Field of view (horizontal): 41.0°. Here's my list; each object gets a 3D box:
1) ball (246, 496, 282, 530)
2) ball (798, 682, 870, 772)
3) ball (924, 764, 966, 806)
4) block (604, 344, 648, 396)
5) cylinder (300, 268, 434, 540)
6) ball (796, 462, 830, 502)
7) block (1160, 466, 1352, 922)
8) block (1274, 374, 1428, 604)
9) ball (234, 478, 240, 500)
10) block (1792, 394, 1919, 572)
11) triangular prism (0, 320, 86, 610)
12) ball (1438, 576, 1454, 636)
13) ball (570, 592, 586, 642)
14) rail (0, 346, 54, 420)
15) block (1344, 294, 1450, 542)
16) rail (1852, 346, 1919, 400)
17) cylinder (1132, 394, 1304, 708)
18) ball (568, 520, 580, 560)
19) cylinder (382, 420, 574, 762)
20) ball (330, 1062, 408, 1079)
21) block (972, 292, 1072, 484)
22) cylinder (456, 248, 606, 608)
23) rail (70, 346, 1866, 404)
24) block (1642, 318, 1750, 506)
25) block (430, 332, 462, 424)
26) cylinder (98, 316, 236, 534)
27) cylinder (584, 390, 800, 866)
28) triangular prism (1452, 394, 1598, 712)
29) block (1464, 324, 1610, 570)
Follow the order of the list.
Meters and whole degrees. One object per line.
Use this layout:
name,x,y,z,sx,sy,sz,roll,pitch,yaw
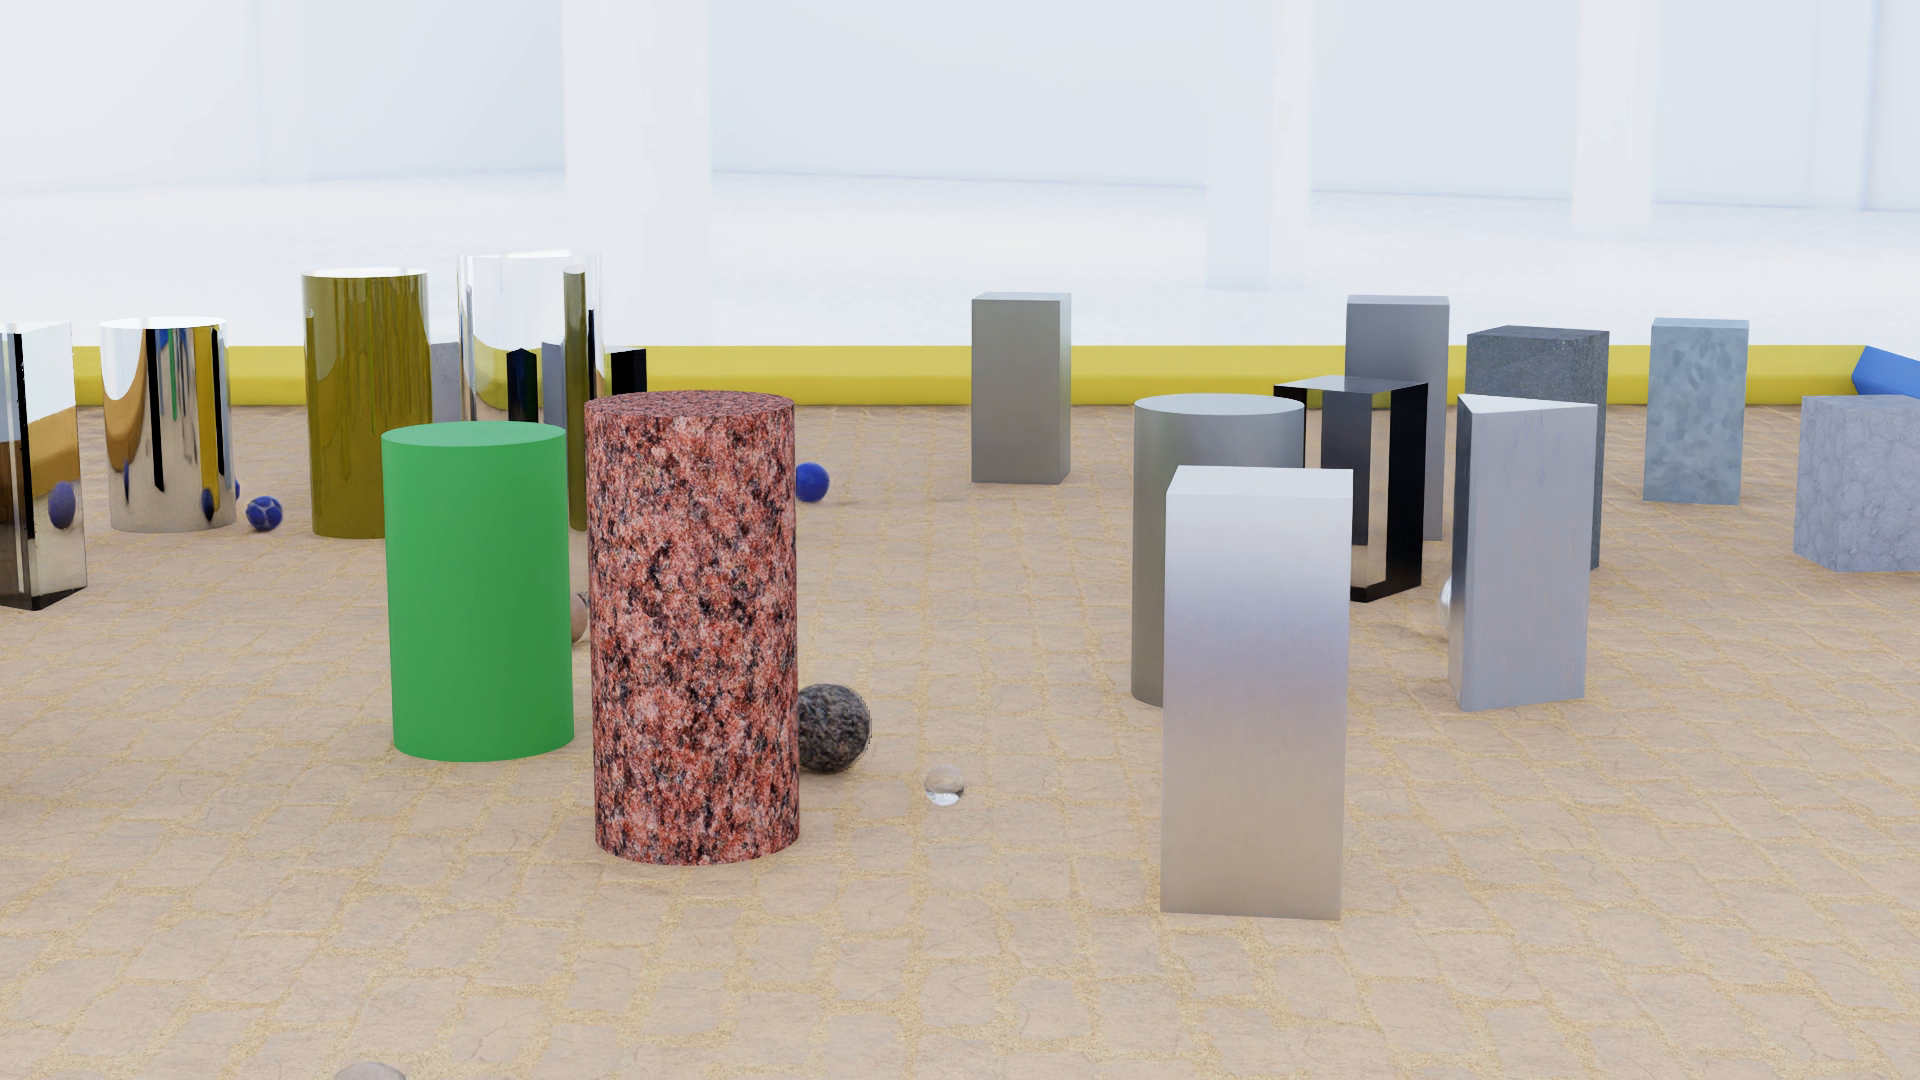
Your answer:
ball,-1.099,-0.043,4.053,0.055,0.055,0.055,0,11,0
ball,-0.141,0.195,2.670,0.093,0.093,0.093,0,11,0
ball,-0.015,0.244,2.550,0.041,0.041,0.041,0,11,0
block,-0.646,-0.204,4.399,0.156,0.246,0.156,8,13,35
cylinder,-0.930,-0.218,4.041,0.194,0.406,0.194,0,11,0
ball,-0.253,-0.098,4.313,0.069,0.069,0.069,0,11,0
block,0.263,0.130,2.262,0.156,0.369,0.156,2,11,8
block,0.543,-0.075,3.591,0.156,0.288,0.156,8,13,38
ball,-1.229,-0.084,4.293,0.049,0.049,0.049,0,11,0
block,1.342,-0.085,3.784,0.156,0.238,0.156,-1,11,-5
triangular prism,-1.275,-0.108,3.531,0.168,0.375,0.146,7,13,33
ball,0.655,0.085,3.253,0.097,0.097,0.097,0,11,0
ball,-0.507,0.098,3.246,0.069,0.069,0.069,0,11,0
rail,-1.950,0.035,3.438,0.045,0.126,4.269,0,11,0
block,0.681,-0.194,4.021,0.156,0.365,0.156,2,11,9
rail,1.950,0.030,3.460,0.045,0.126,4.269,0,11,0
cylinder,0.298,0.011,2.978,0.194,0.342,0.194,0,11,0
ball,-0.595,0.001,3.771,0.073,0.073,0.073,0,11,0
cylinder,-0.520,0.051,2.775,0.194,0.337,0.194,0,11,0
ball,-0.398,0.384,1.725,0.066,0.066,0.066,0,11,0
block,0.110,-0.272,4.554,0.156,0.323,0.156,2,11,10
cylinder,-0.579,-0.153,3.494,0.194,0.476,0.194,0,11,0
rail,-0.012,-0.353,5.524,3.948,0.126,0.045,0,11,0
block,1.250,-0.221,4.353,0.156,0.296,0.156,3,11,17
block,-0.911,-0.217,4.425,0.156,0.262,0.156,-10,14,-43
cylinder,-1.263,-0.186,4.096,0.194,0.323,0.194,0,11,0
cylinder,-0.251,0.078,2.418,0.194,0.416,0.194,0,11,0
triangular prism,0.621,0.009,2.991,0.168,0.343,0.146,-5,12,-24
block,0.830,-0.127,3.711,0.156,0.347,0.156,7,12,32
